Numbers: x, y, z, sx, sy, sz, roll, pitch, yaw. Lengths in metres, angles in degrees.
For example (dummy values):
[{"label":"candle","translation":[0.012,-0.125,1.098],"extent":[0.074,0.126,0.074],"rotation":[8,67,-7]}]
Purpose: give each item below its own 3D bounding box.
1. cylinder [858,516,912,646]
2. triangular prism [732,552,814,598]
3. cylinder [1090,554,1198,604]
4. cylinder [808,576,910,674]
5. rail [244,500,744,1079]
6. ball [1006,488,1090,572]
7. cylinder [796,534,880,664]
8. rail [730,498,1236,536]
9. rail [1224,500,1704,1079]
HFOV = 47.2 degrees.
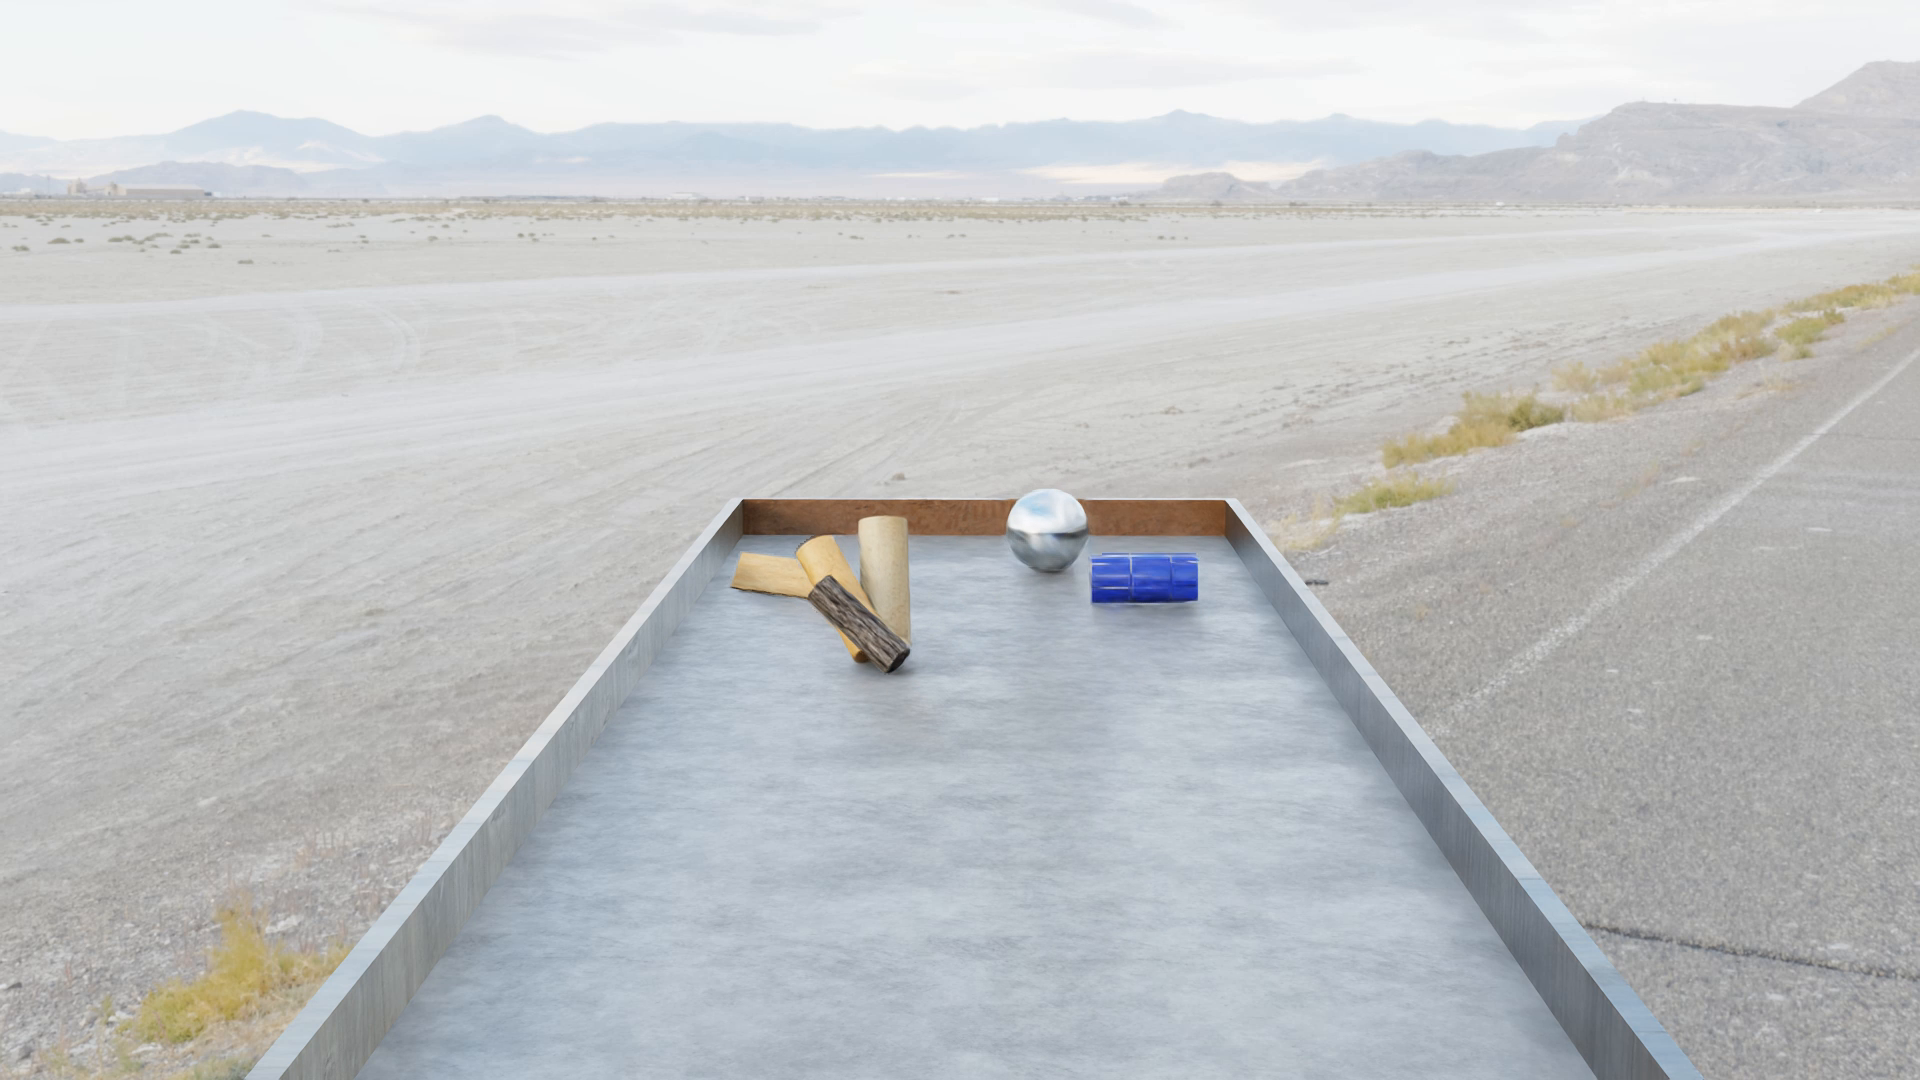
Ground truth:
[{"label":"cylinder","translation":[-0.233,0.135,6.809],"extent":[0.153,0.394,0.153],"rotation":[-2,-13,0]},{"label":"triangular prism","translation":[-0.603,0.123,7.826],"extent":[0.438,0.120,0.139],"rotation":[6,11,34]},{"label":"cylinder","translation":[0.632,0.134,7.587],"extent":[0.365,0.165,0.165],"rotation":[-1,9,1]},{"label":"cylinder","translation":[-0.300,0.250,6.533],"extent":[0.331,0.103,0.103],"rotation":[42,23,14]},{"label":"rail","translation":[-1.004,0.839,3.234],"extent":[0.050,0.150,12.000],"rotation":[0,9,1]},{"label":"ball","translation":[0.328,-0.037,8.245],"extent":[0.313,0.313,0.313],"rotation":[0,9,0]},{"label":"cylinder","translation":[-0.354,0.178,6.697],"extent":[0.128,0.389,0.128],"rotation":[-26,-22,-12]},{"label":"rail","translation":[0.099,-0.098,9.147],"extent":[2.100,0.150,0.050],"rotation":[0,9,1]},{"label":"rail","translation":[1.046,0.843,3.208],"extent":[0.050,0.150,12.000],"rotation":[0,9,1]}]
